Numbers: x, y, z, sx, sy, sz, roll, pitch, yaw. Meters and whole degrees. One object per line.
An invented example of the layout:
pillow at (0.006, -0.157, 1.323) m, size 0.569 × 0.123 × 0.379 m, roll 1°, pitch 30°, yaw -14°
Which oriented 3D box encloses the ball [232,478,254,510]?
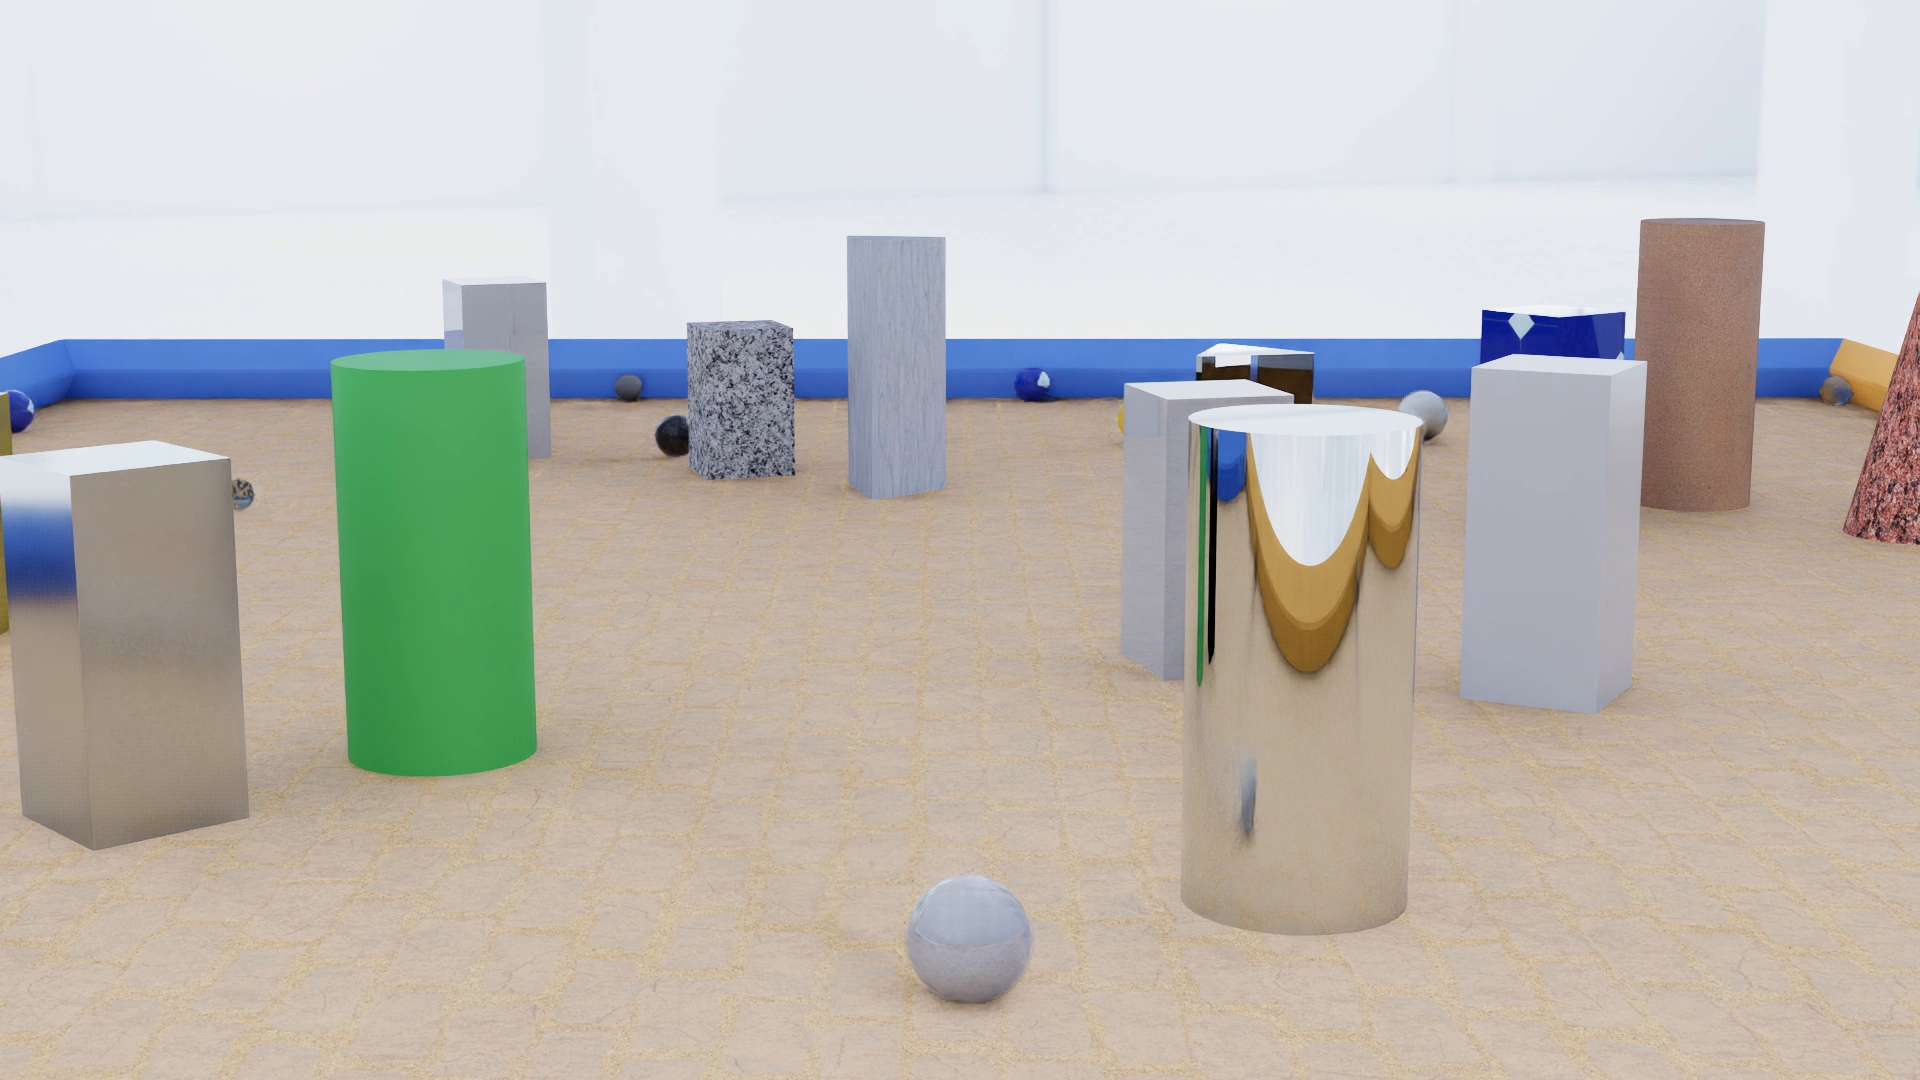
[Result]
ball at (-1.197, -0.075, 4.254) m, size 0.053 × 0.053 × 0.053 m, roll 0°, pitch 10°, yaw 0°

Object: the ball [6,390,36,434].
ball at (-1.902, -0.258, 5.148) m, size 0.086 × 0.086 × 0.086 m, roll 0°, pitch 10°, yaw 0°

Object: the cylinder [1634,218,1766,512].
cylinder at (1.232, -0.297, 4.300) m, size 0.200 × 0.472 × 0.200 m, roll 0°, pitch 10°, yaw 0°

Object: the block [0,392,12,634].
block at (-1.323, -0.028, 3.306) m, size 0.160 × 0.305 × 0.160 m, roll 0°, pitch 10°, yaw -1°

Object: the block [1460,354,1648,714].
block at (0.691, -0.012, 2.989) m, size 0.160 × 0.387 × 0.160 m, roll 6°, pitch 12°, yaw 28°

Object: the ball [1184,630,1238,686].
ball at (0.301, 0.140, 3.051) m, size 0.067 × 0.067 × 0.067 m, roll 0°, pitch 10°, yaw 0°

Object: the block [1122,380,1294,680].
block at (0.300, -0.016, 3.141) m, size 0.160 × 0.340 × 0.160 m, roll -3°, pitch 11°, yaw -15°

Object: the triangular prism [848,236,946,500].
triangular prism at (-0.139, -0.304, 4.434) m, size 0.150 × 0.436 × 0.173 m, roll 10°, pitch 14°, yaw 43°

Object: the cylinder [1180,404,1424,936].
cylinder at (0.295, 0.107, 2.235) m, size 0.200 × 0.428 × 0.200 m, roll 0°, pitch 10°, yaw 0°

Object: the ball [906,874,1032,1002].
ball at (0.007, 0.314, 2.020) m, size 0.100 × 0.100 × 0.100 m, roll 0°, pitch 10°, yaw 0°

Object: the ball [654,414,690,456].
ball at (-0.535, -0.197, 4.834) m, size 0.081 × 0.081 × 0.081 m, roll 0°, pitch 10°, yaw 0°

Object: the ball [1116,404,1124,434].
ball at (0.352, -0.238, 5.033) m, size 0.089 × 0.089 × 0.089 m, roll 0°, pitch 10°, yaw 0°

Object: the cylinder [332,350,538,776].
cylinder at (-0.556, 0.019, 2.722) m, size 0.200 × 0.423 × 0.200 m, roll 0°, pitch 10°, yaw 0°

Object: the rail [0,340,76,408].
rail at (-1.952, 0.035, 3.438) m, size 0.045 × 0.130 × 4.565 m, roll 0°, pitch 10°, yaw 0°

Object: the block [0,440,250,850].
block at (-0.810, 0.096, 2.489) m, size 0.160 × 0.357 × 0.160 m, roll -10°, pitch 14°, yaw -42°

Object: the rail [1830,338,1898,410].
rail at (1.952, 0.031, 3.460) m, size 0.045 × 0.130 × 4.565 m, roll 0°, pitch 10°, yaw 0°

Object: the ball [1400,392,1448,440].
ball at (0.912, -0.244, 5.049) m, size 0.096 × 0.096 × 0.096 m, roll 0°, pitch 10°, yaw 0°

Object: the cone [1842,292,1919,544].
cone at (1.498, -0.218, 4.009) m, size 0.200 × 0.423 × 0.200 m, roll 0°, pitch 10°, yaw 0°

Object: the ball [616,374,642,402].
ball at (-0.727, -0.335, 5.636) m, size 0.060 × 0.060 × 0.060 m, roll 0°, pitch 10°, yaw 0°

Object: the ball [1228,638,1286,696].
ball at (0.347, 0.148, 3.001) m, size 0.069 × 0.069 × 0.069 m, roll 0°, pitch 10°, yaw 0°

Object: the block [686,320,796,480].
block at (-0.397, -0.256, 4.646) m, size 0.160 × 0.266 × 0.160 m, roll -3°, pitch 11°, yaw -18°

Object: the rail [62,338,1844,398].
rail at (-0.013, -0.377, 5.670) m, size 3.952 × 0.130 × 0.045 m, roll 0°, pitch 10°, yaw 0°

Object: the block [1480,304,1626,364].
block at (0.953, -0.202, 4.149) m, size 0.160 × 0.339 × 0.160 m, roll -8°, pitch 13°, yaw -35°

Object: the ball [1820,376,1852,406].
ball at (1.899, -0.324, 5.565) m, size 0.064 × 0.064 × 0.064 m, roll 0°, pitch 10°, yaw 0°

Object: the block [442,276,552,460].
block at (-0.873, -0.324, 4.836) m, size 0.160 × 0.330 × 0.160 m, roll -5°, pitch 11°, yaw -23°

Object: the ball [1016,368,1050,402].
ball at (0.161, -0.340, 5.625) m, size 0.075 × 0.075 × 0.075 m, roll 0°, pitch 10°, yaw 0°

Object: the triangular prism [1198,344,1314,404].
triangular prism at (0.400, -0.114, 3.710) m, size 0.173 × 0.326 × 0.150 m, roll -3°, pitch 11°, yaw -13°
